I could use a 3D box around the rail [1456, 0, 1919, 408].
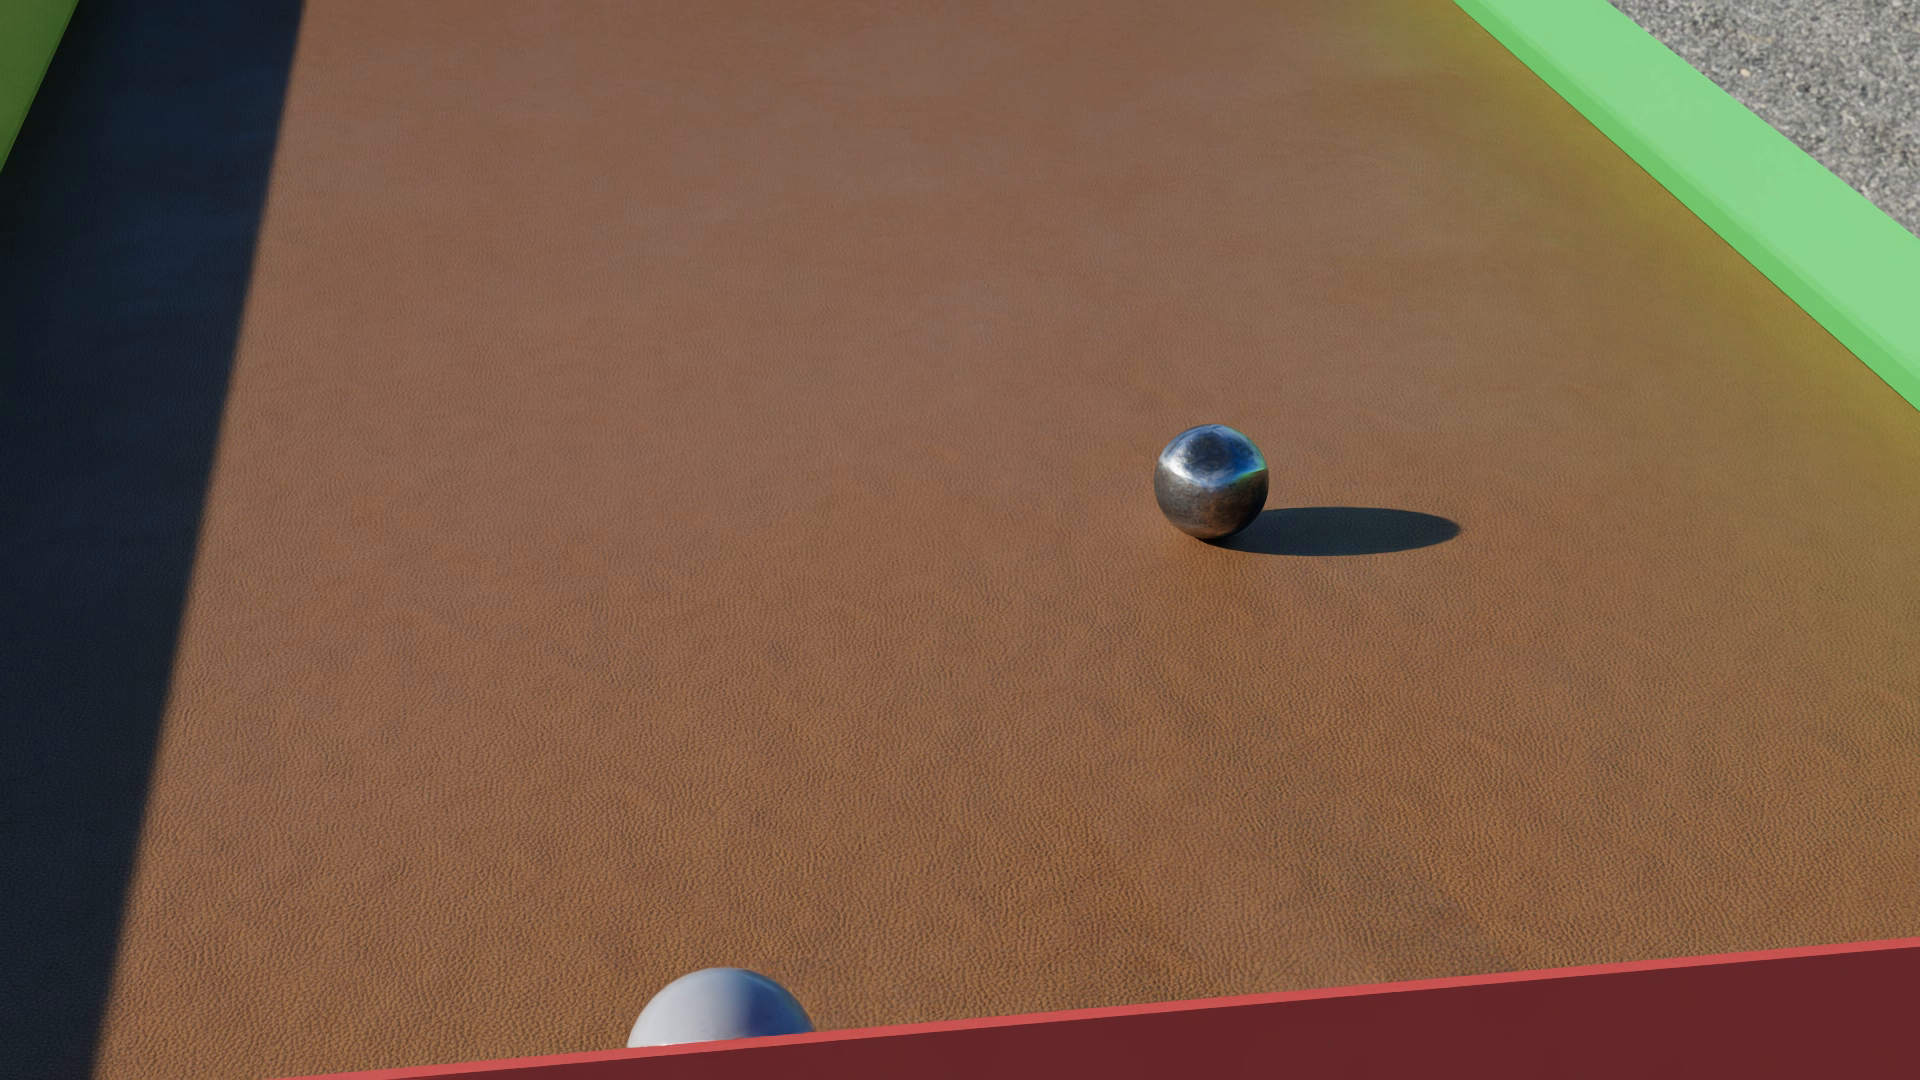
[{"bbox_3d":[0.648,-0.355,2.656,0.045,0.124,2.692,-4,26,-8],"label":"rail"}]

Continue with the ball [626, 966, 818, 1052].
[{"bbox_3d":[-0.114,0.253,1.416,0.095,0.095,0.095,0,25,0],"label":"ball"}]

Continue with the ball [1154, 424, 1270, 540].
[{"bbox_3d":[0.175,-0.041,2.049,0.081,0.081,0.081,0,25,0],"label":"ball"}]

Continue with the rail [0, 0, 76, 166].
[{"bbox_3d":[-0.847,-0.259,2.454,0.045,0.124,2.692,-4,26,-8],"label":"rail"}]

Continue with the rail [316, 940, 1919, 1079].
[{"bbox_3d":[0.096,0.256,1.375,1.560,0.124,0.045,-4,26,-8],"label":"rail"}]
